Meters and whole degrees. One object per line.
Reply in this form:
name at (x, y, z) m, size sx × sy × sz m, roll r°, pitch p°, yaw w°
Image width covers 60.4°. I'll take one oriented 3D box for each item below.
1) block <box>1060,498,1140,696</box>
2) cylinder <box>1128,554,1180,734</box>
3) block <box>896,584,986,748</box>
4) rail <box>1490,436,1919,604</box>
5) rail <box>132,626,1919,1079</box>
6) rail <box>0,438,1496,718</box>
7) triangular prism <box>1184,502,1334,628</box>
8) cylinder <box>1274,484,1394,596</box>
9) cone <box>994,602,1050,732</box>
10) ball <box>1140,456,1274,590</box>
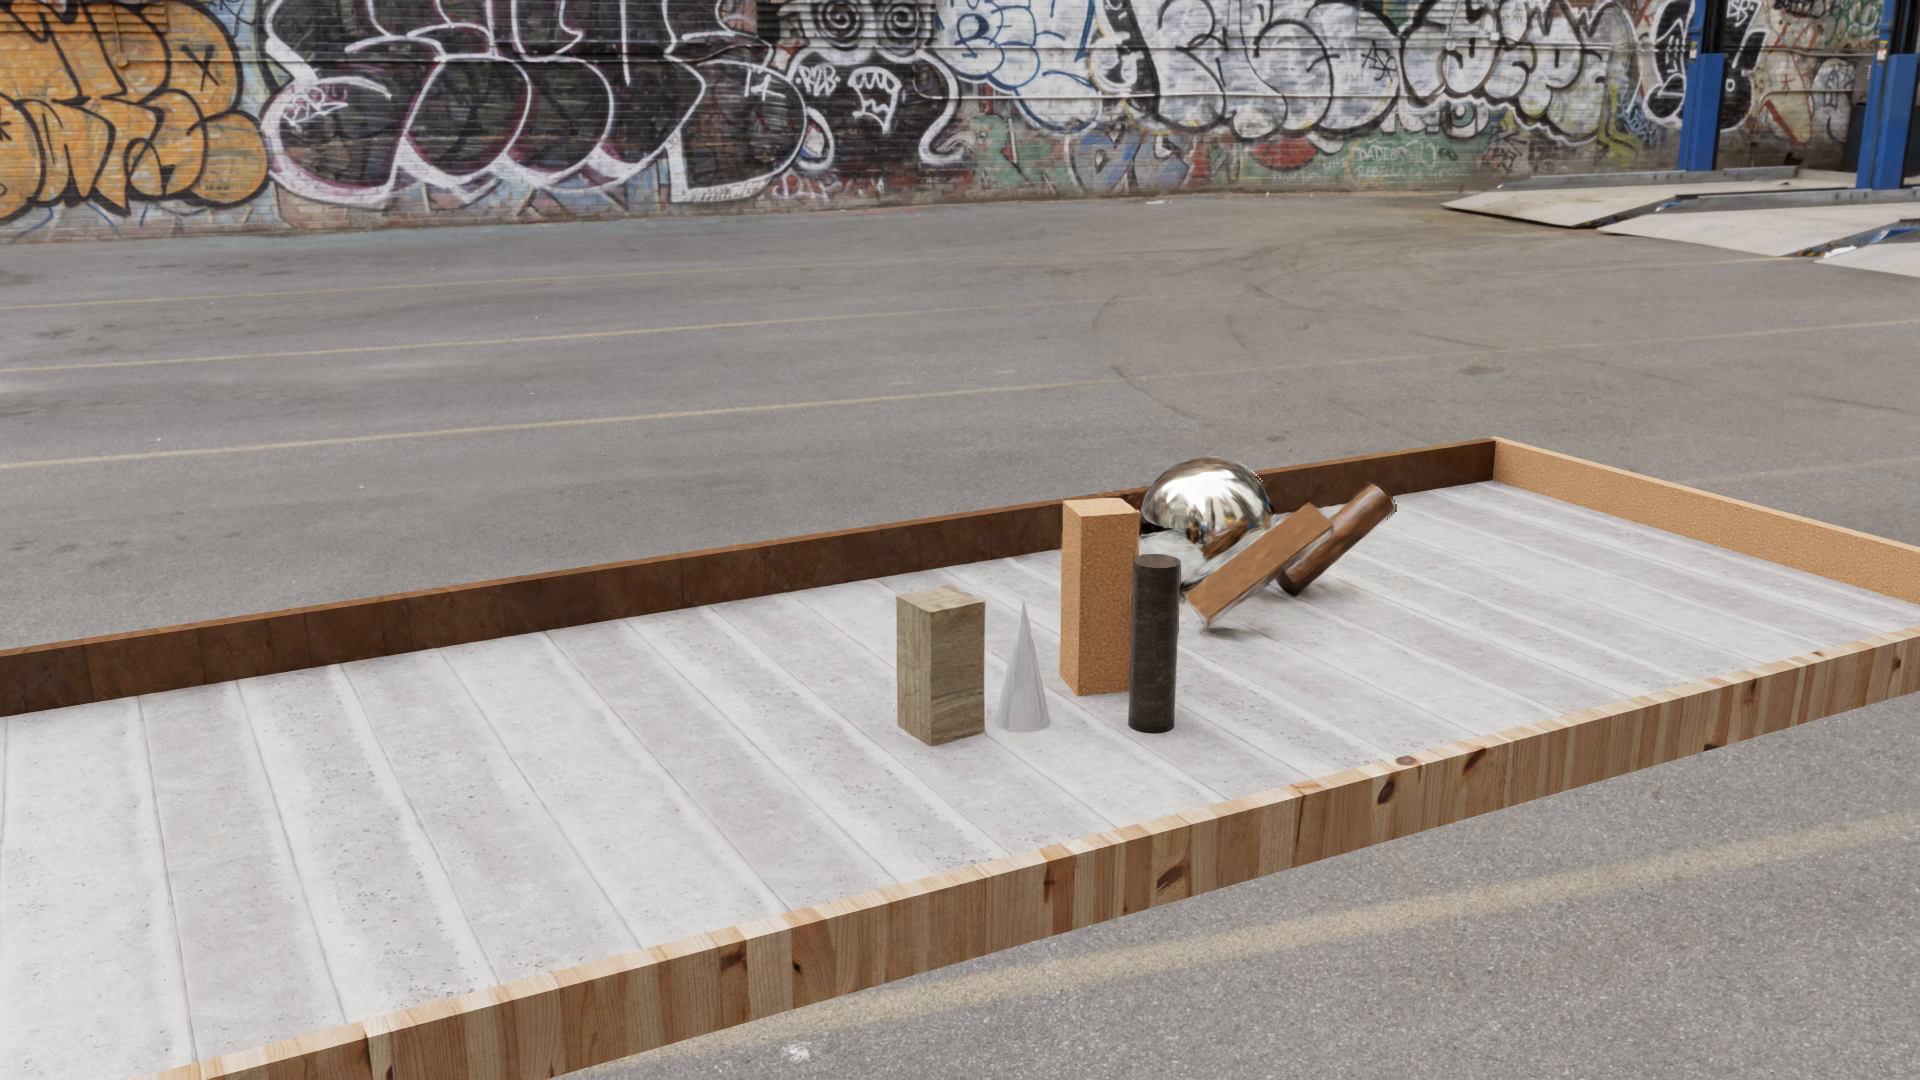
block at (0.342, 0.139, 4.069) m, size 0.148 × 0.459 × 0.148 m, roll -4°, pitch 17°, yaw -14°
cylinder at (0.450, 0.241, 3.822) m, size 0.109 × 0.402 × 0.109 m, roll 0°, pitch 16°, yaw 0°
block at (-0.045, 0.288, 3.803) m, size 0.147 × 0.323 × 0.147 m, roll -10°, pitch 19°, yaw -31°
rail at (2.466, -0.048, 5.253) m, size 0.050 × 0.150 × 2.100 m, roll -9°, pitch 18°, yaw -27°
rail at (-2.336, 1.006, 1.665) m, size 12.000 × 0.150 × 0.050 m, roll -9°, pitch 18°, yaw -27°
rail at (-3.305, 0.497, 3.399) m, size 12.000 × 0.150 × 0.050 m, roll -9°, pitch 18°, yaw -27°
triangular prism at (0.812, 0.062, 4.496) m, size 0.428 × 0.101 × 0.117 m, roll -36°, pitch -16°, yaw -2°
cylinder at (1.089, 0.000, 4.816) m, size 0.392 × 0.105 × 0.105 m, roll -39°, pitch 27°, yaw -10°
cone at (0.148, 0.282, 3.853) m, size 0.132 × 0.305 × 0.132 m, roll 0°, pitch 16°, yaw 0°
ball at (0.719, -0.046, 4.813) m, size 0.393 × 0.393 × 0.393 m, roll 0°, pitch 16°, yaw 0°
